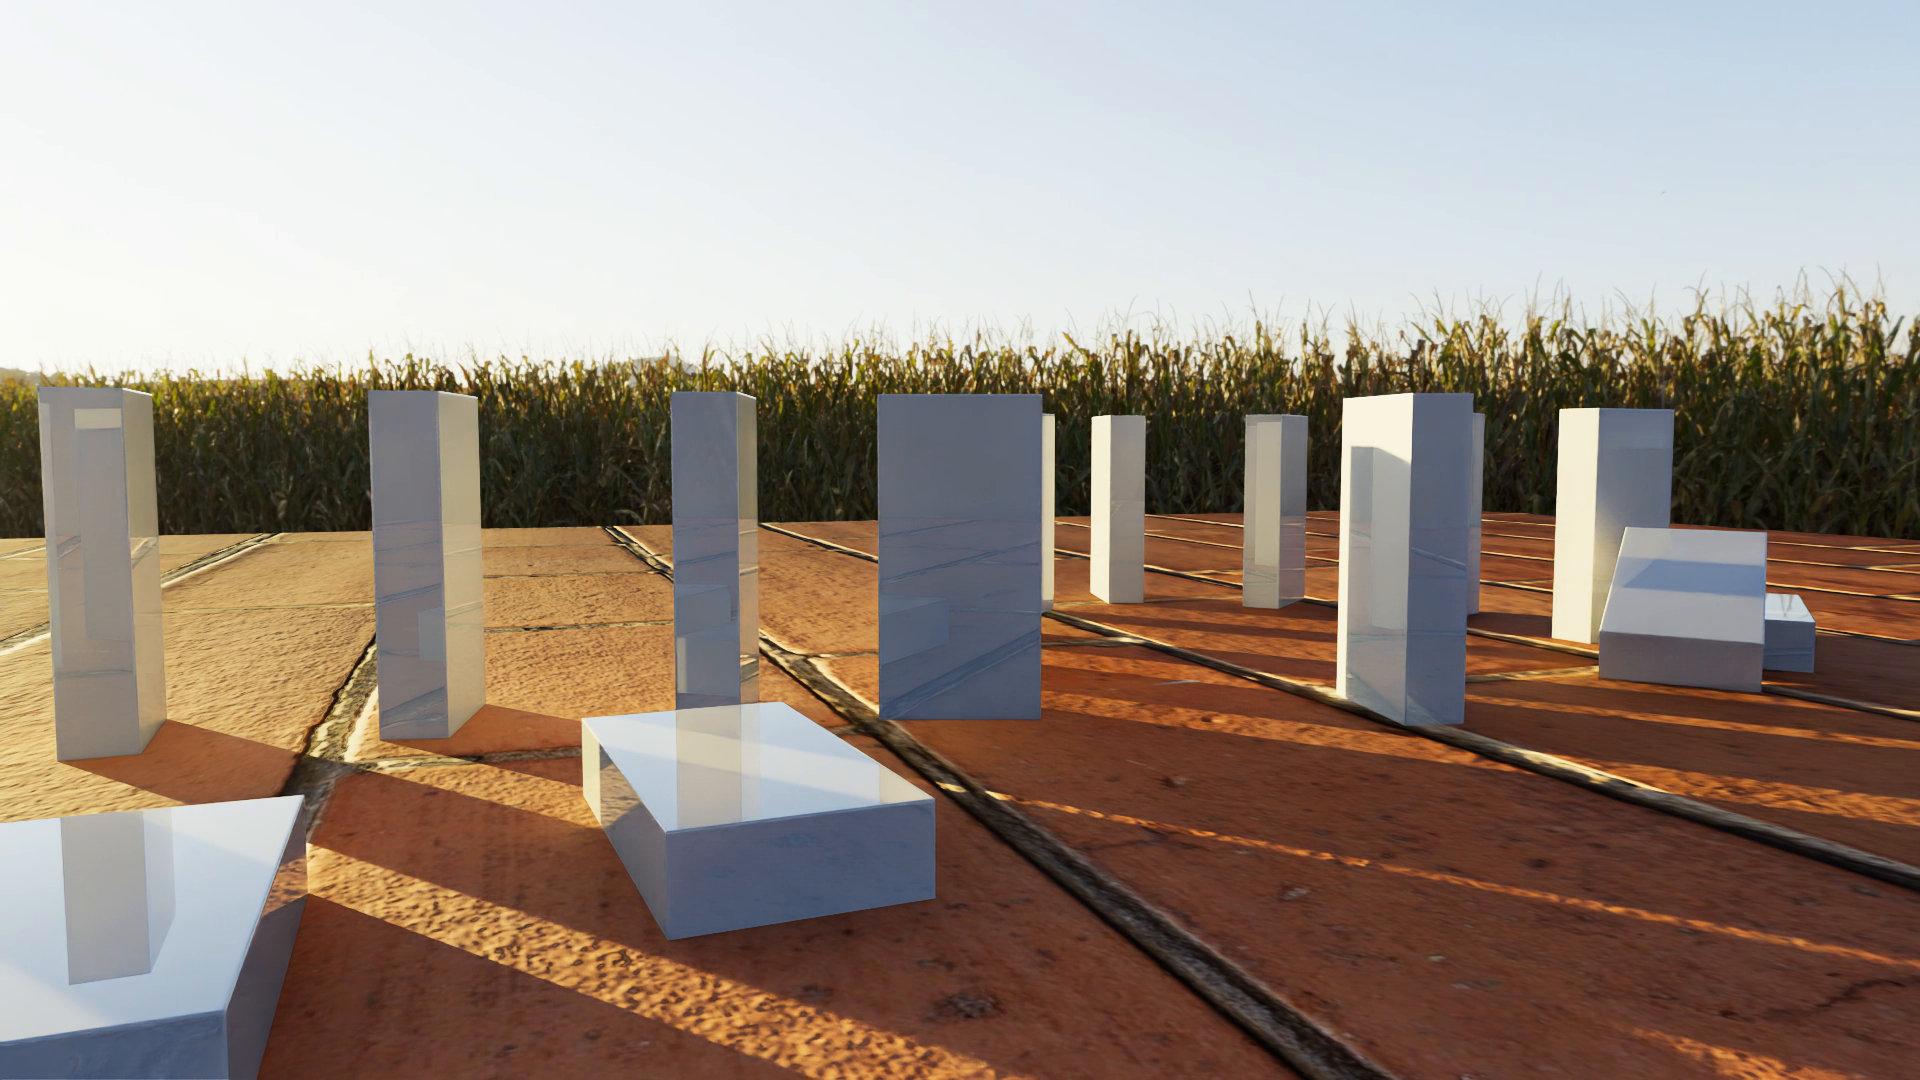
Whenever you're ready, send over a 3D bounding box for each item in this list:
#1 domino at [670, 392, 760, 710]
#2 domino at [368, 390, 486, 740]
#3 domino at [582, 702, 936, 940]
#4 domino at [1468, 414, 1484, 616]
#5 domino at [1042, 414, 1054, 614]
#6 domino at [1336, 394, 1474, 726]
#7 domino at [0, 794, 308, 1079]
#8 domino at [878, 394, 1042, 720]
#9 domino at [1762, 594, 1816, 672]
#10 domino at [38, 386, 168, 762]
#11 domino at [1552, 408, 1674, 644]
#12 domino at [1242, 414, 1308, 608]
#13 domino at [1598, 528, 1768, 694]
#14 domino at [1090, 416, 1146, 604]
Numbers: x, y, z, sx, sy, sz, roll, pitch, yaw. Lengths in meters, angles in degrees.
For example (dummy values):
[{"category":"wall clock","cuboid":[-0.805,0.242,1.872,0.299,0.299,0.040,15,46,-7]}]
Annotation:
[{"category":"domino","cuboid":[-0.037,0.003,0.199,0.010,0.050,0.025,0,4,-3]},{"category":"domino","cuboid":[-0.081,0.003,0.195,0.009,0.050,0.025,-1,4,-9]},{"category":"domino","cuboid":[-0.024,0.028,0.138,0.025,0.010,0.050,-2,5,-24]},{"category":"domino","cuboid":[0.118,-0.006,0.316,0.025,0.050,0.010,-4,6,-44]},{"category":"domino","cuboid":[0.011,-0.007,0.329,0.025,0.050,0.009,2,5,24]},{"category":"domino","cuboid":[0.070,0.002,0.205,0.009,0.050,0.025,-1,4,-7]},{"category":"domino","cuboid":[-0.064,0.031,0.094,0.025,0.009,0.050,-2,5,-22]},{"category":"domino","cuboid":[0.000,0.002,0.201,0.025,0.050,0.009,0,4,0]},{"category":"domino","cuboid":[0.161,0.018,0.266,0.025,0.010,0.050,2,5,30]},{"category":"domino","cuboid":[-0.122,0.004,0.183,0.009,0.050,0.025,-2,5,-24]},{"category":"domino","cuboid":[0.143,-0.004,0.281,0.025,0.050,0.009,-2,5,-27]},{"category":"domino","cuboid":[0.084,-0.008,0.342,0.010,0.050,0.025,2,5,30]},{"category":"domino","cuboid":[0.138,0.012,0.243,0.025,0.010,0.050,3,24,32]},{"category":"domino","cuboid":[0.043,-0.009,0.353,0.009,0.050,0.025,0,4,-5]}]
